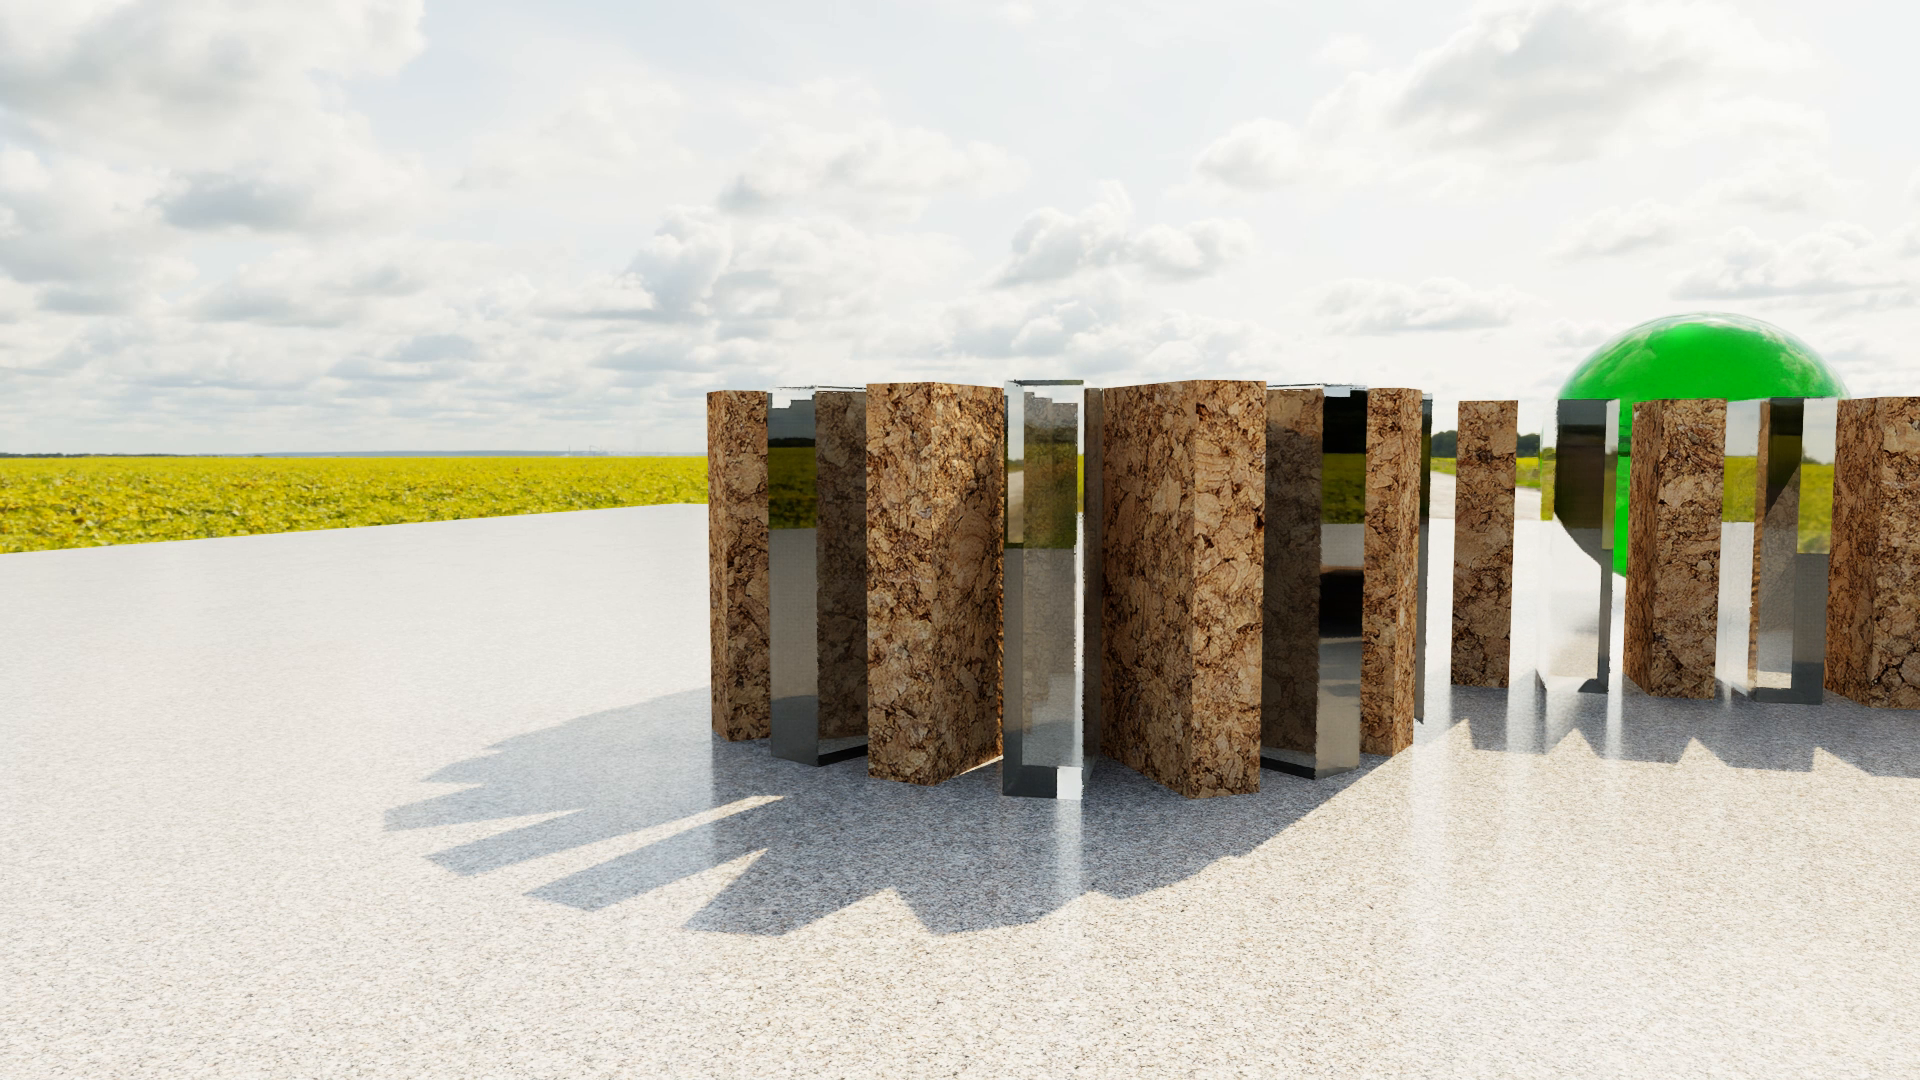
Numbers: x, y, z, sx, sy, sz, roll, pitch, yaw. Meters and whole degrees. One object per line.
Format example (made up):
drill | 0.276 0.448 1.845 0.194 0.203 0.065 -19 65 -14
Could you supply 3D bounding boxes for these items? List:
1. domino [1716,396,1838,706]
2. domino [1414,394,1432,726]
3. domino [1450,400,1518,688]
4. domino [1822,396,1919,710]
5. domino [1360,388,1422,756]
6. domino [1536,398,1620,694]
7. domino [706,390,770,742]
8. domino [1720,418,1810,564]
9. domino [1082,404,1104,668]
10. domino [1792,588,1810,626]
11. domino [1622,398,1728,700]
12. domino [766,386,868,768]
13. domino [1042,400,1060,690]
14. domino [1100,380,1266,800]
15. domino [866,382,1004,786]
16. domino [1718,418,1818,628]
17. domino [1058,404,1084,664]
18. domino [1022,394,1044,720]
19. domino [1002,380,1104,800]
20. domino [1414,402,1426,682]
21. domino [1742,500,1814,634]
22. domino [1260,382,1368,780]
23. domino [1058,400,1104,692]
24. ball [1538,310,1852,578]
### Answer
domino | 0.139 0.001 0.220 0.010 0.050 0.025 1 4 16
domino | 0.058 0.003 0.198 0.025 0.050 0.010 0 4 4
domino | 0.096 0.000 0.235 0.010 0.050 0.025 2 5 21
domino | 0.154 0.001 0.216 0.010 0.050 0.025 1 4 13
domino | 0.051 0.004 0.184 0.025 0.050 0.010 3 5 35
domino | 0.110 0.000 0.230 0.010 0.050 0.025 2 5 20
domino | -0.024 0.003 0.191 0.025 0.050 0.009 -2 5 -26
domino | 0.188 -0.004 0.303 0.025 0.050 0.010 -2 35 -24
domino | 0.033 -0.001 0.254 0.010 0.050 0.025 2 5 25
domino | 0.202 -0.002 0.273 0.025 0.050 0.010 -2 35 -25
domino | 0.125 0.001 0.225 0.010 0.050 0.025 1 4 17
domino | -0.014 0.004 0.180 0.010 0.050 0.025 4 6 41
domino | 0.006 0.000 0.230 0.010 0.050 0.025 -3 5 -32
domino | 0.028 0.005 0.165 0.010 0.050 0.025 -1 5 -19
domino | -0.001 0.005 0.171 0.010 0.050 0.025 2 5 29
domino | 0.193 -0.003 0.293 0.025 0.050 0.010 -2 35 -24
domino | 0.019 -0.002 0.258 0.009 0.050 0.025 0 4 3
domino | 0.000 0.002 0.201 0.025 0.050 0.010 0 4 0
domino | 0.012 0.005 0.165 0.010 0.050 0.025 1 4 12
domino | 0.081 -0.001 0.241 0.010 0.050 0.025 2 5 21
domino | 0.198 -0.003 0.283 0.025 0.050 0.010 -2 35 -24
domino | 0.041 0.005 0.173 0.010 0.050 0.025 -3 5 -39
domino | 0.020 0.000 0.232 0.010 0.050 0.025 -1 4 -9
ball | 0.209 -0.025 0.366 0.080 0.080 0.080 0 4 0
